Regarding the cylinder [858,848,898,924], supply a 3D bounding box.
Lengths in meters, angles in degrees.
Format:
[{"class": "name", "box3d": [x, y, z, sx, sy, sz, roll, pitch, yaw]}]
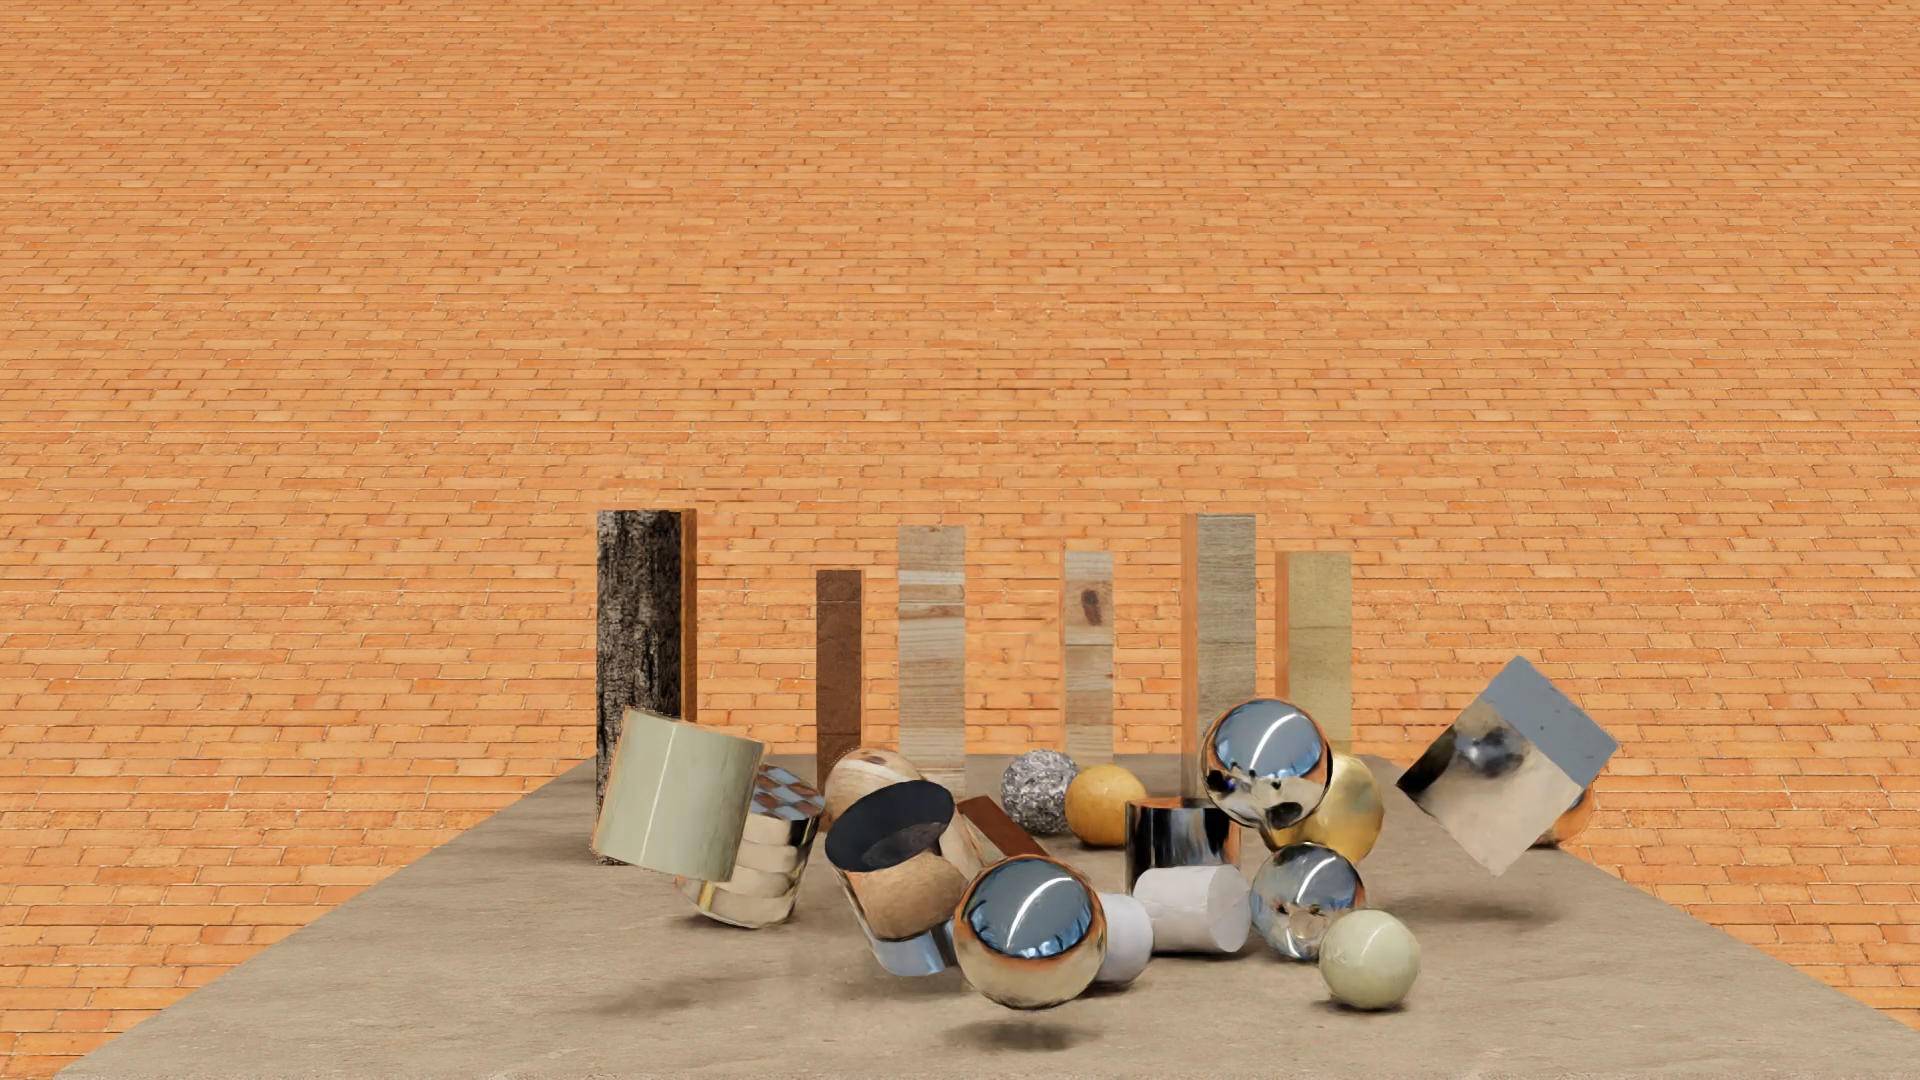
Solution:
[{"class": "cylinder", "box3d": [-0.062, 0.475, 3.665, 0.117, 0.117, 0.117, -19, 19, 30]}]

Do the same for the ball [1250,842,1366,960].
[{"class": "ball", "box3d": [0.455, 0.472, 3.379, 0.152, 0.152, 0.152, 0, 30, 0]}]

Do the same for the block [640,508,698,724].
[{"class": "block", "box3d": [-0.659, 0.239, 5.875, 0.098, 0.621, 0.267, 0, 0, 0]}]

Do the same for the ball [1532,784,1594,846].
[{"class": "ball", "box3d": [1.045, 0.463, 4.626, 0.169, 0.169, 0.169, 0, 30, 0]}]

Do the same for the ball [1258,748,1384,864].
[{"class": "ball", "box3d": [0.500, 0.376, 3.602, 0.179, 0.179, 0.179, 0, 30, 0]}]

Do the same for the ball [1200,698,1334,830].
[{"class": "ball", "box3d": [0.405, 0.296, 3.423, 0.176, 0.176, 0.176, 0, 30, 0]}]

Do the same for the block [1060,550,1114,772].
[{"class": "block", "box3d": [0.253, 0.285, 5.201, 0.093, 0.527, 0.292, 0, 0, 0]}]

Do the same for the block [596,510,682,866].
[{"class": "block", "box3d": [-0.561, 0.249, 4.544, 0.103, 0.599, 0.371, 0, 0, 0]}]

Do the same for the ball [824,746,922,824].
[{"class": "ball", "box3d": [-0.120, 0.360, 3.625, 0.141, 0.141, 0.141, 0, 30, 0]}]

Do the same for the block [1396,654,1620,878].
[{"class": "block", "box3d": [0.790, 0.324, 3.733, 0.194, 0.194, 0.194, 43, 31, 11]}]

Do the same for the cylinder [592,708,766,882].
[{"class": "cylinder", "box3d": [-0.326, 0.297, 3.008, 0.166, 0.166, 0.166, 14, -4, 1]}]

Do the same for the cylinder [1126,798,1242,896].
[{"class": "cylinder", "box3d": [0.324, 0.465, 3.751, 0.167, 0.167, 0.167, 0, 0, 0]}]

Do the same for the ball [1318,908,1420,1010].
[{"class": "ball", "box3d": [0.477, 0.489, 3.016, 0.117, 0.117, 0.117, 0, 30, 0]}]

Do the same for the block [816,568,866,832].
[{"class": "block", "box3d": [-0.228, 0.302, 5.006, 0.085, 0.493, 0.284, 0, 0, 0]}]

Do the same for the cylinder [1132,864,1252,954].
[{"class": "cylinder", "box3d": [0.304, 0.485, 3.391, 0.114, 0.114, 0.114, -8, 21, 36]}]

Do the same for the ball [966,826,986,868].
[{"class": "ball", "box3d": [-0.043, 0.424, 3.322, 0.154, 0.154, 0.154, 0, 30, 0]}]

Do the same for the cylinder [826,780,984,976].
[{"class": "cylinder", "box3d": [-0.056, 0.406, 3.110, 0.165, 0.165, 0.165, -17, 29, 10]}]

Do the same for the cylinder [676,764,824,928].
[{"class": "cylinder", "box3d": [-0.300, 0.433, 3.692, 0.174, 0.174, 0.174, 16, 18, -5]}]

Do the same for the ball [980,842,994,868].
[{"class": "ball", "box3d": [-0.011, 0.486, 3.775, 0.125, 0.125, 0.125, 0, 30, 0]}]

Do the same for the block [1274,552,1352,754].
[{"class": "block", "box3d": [0.785, 0.288, 5.757, 0.137, 0.521, 0.247, 0, 0, 0]}]

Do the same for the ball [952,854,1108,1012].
[{"class": "ball", "box3d": [0.076, 0.426, 2.810, 0.169, 0.169, 0.169, 0, 30, 0]}]

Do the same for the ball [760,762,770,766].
[{"class": "ball", "box3d": [-0.365, 0.456, 4.328, 0.185, 0.185, 0.185, 0, 30, 0]}]

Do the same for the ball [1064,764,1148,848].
[{"class": "ball", "box3d": [0.261, 0.473, 4.600, 0.151, 0.151, 0.151, 0, 30, 0]}]

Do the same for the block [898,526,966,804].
[{"class": "block", "box3d": [-0.042, 0.264, 3.981, 0.099, 0.569, 0.287, 0, 0, 0]}]

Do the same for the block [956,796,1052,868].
[{"class": "block", "box3d": [0.019, 0.447, 3.458, 0.143, 0.143, 0.143, 43, 12, 14]}]

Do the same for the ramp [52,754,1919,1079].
[{"class": "ramp", "box3d": [0.067, 0.598, 4.657, 2.000, 0.100, 4.000, 0, 0, 0]}]

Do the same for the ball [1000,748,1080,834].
[{"class": "ball", "box3d": [0.155, 0.469, 4.816, 0.160, 0.160, 0.160, 0, 30, 0]}]

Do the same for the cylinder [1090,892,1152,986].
[{"class": "cylinder", "box3d": [0.155, 0.481, 3.136, 0.111, 0.111, 0.111, 13, 15, -44]}]

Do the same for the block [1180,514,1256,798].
[{"class": "block", "box3d": [0.525, 0.248, 5.287, 0.115, 0.600, 0.384, 0, 0, 0]}]
